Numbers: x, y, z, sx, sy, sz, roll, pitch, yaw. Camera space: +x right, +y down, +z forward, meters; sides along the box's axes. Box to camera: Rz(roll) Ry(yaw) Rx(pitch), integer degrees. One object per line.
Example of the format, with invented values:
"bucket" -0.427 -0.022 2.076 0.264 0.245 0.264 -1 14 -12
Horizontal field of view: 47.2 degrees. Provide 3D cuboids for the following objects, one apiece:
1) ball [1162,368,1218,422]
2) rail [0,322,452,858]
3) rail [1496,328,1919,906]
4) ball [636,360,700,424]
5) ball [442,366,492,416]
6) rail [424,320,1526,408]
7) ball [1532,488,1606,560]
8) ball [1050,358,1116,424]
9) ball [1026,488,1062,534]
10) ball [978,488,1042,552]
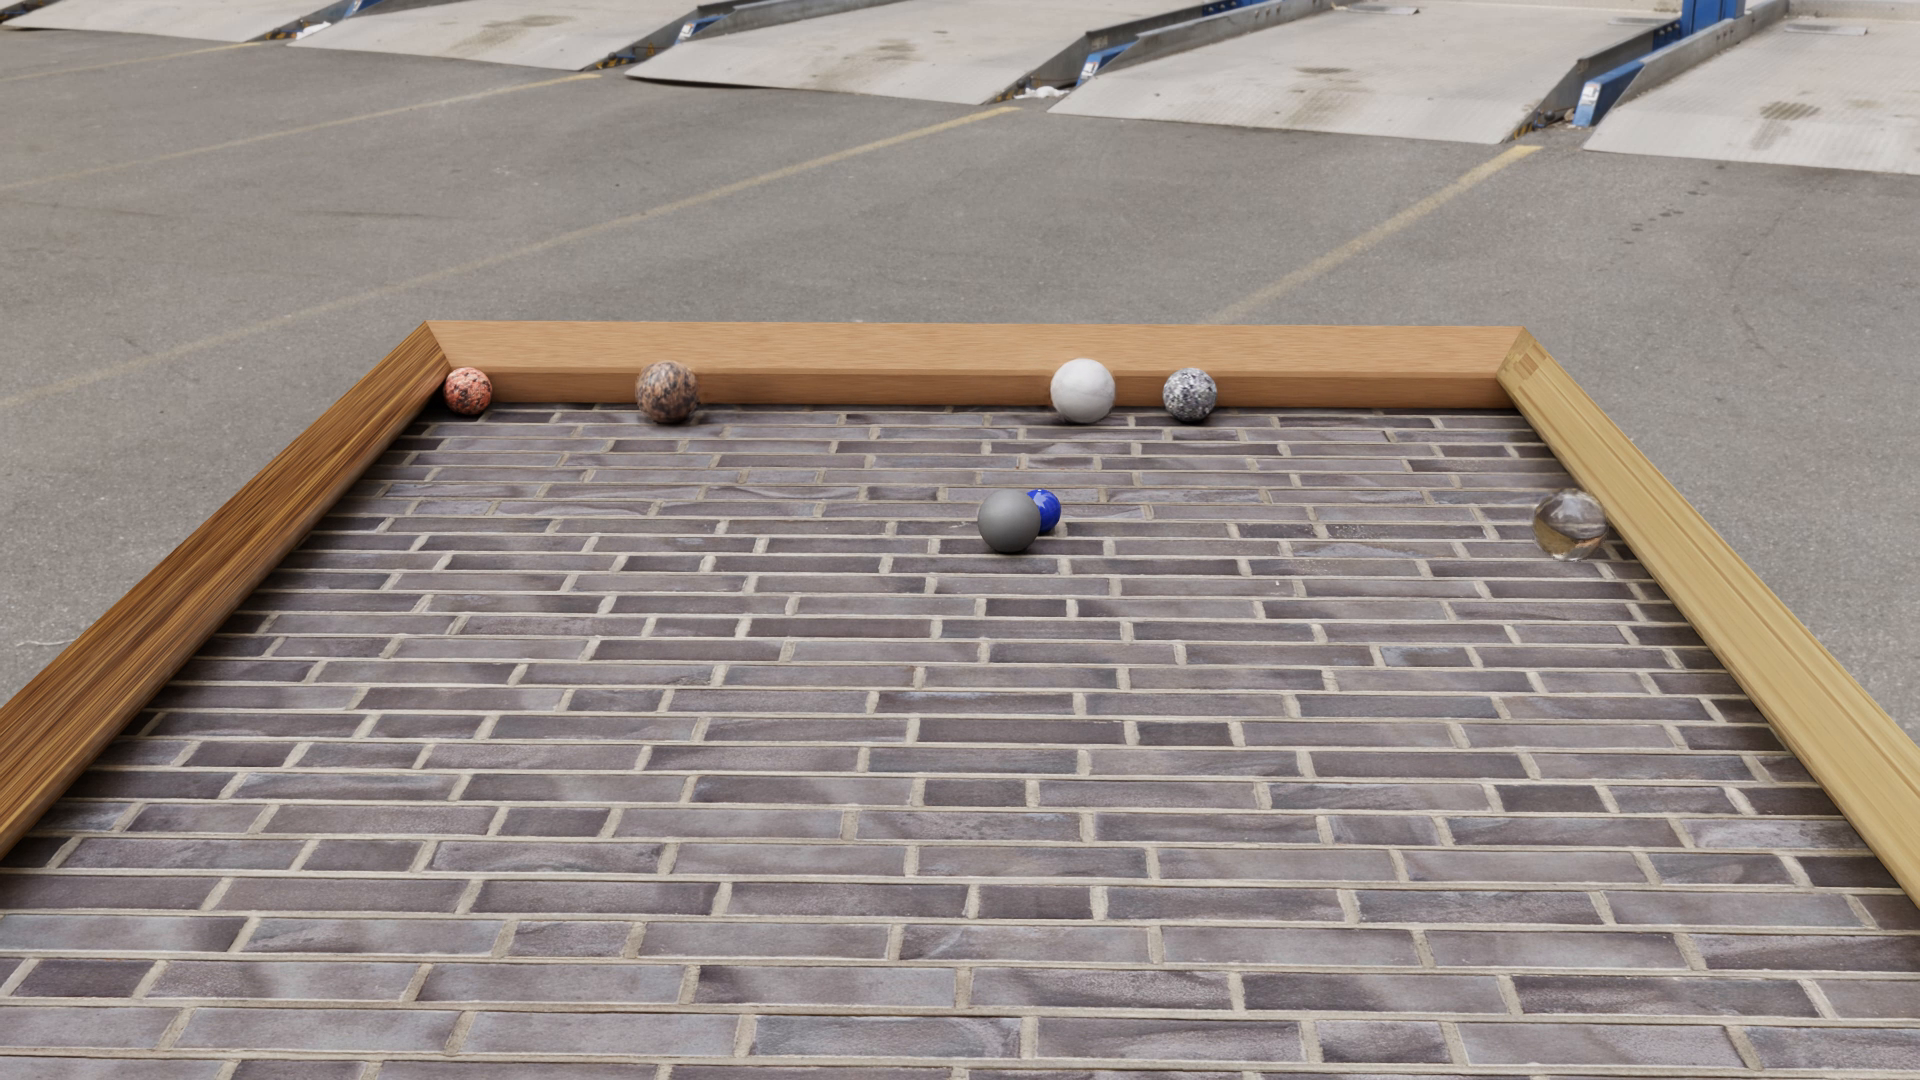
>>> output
"ball" 0.321 -0.203 3.072 0.076 0.076 0.076 0 19 0
"rail" -0.775 0.203 1.824 0.045 0.118 2.833 0 19 1
"rail" 0.743 0.215 1.791 0.045 0.118 2.833 0 19 1
"ball" -0.407 -0.207 3.066 0.087 0.087 0.087 0 19 0
"ball" -0.695 -0.209 3.101 0.069 0.069 0.069 0 19 0
"rail" 0.016 -0.244 3.124 1.566 0.118 0.045 0 19 1
"ball" 0.700 -0.018 2.524 0.083 0.083 0.083 0 19 0
"ball" 0.171 -0.207 3.063 0.091 0.091 0.091 0 19 0
"ball" 0.095 -0.034 2.619 0.053 0.053 0.053 0 19 0
"ball" 0.057 -0.022 2.551 0.074 0.074 0.074 0 19 0
